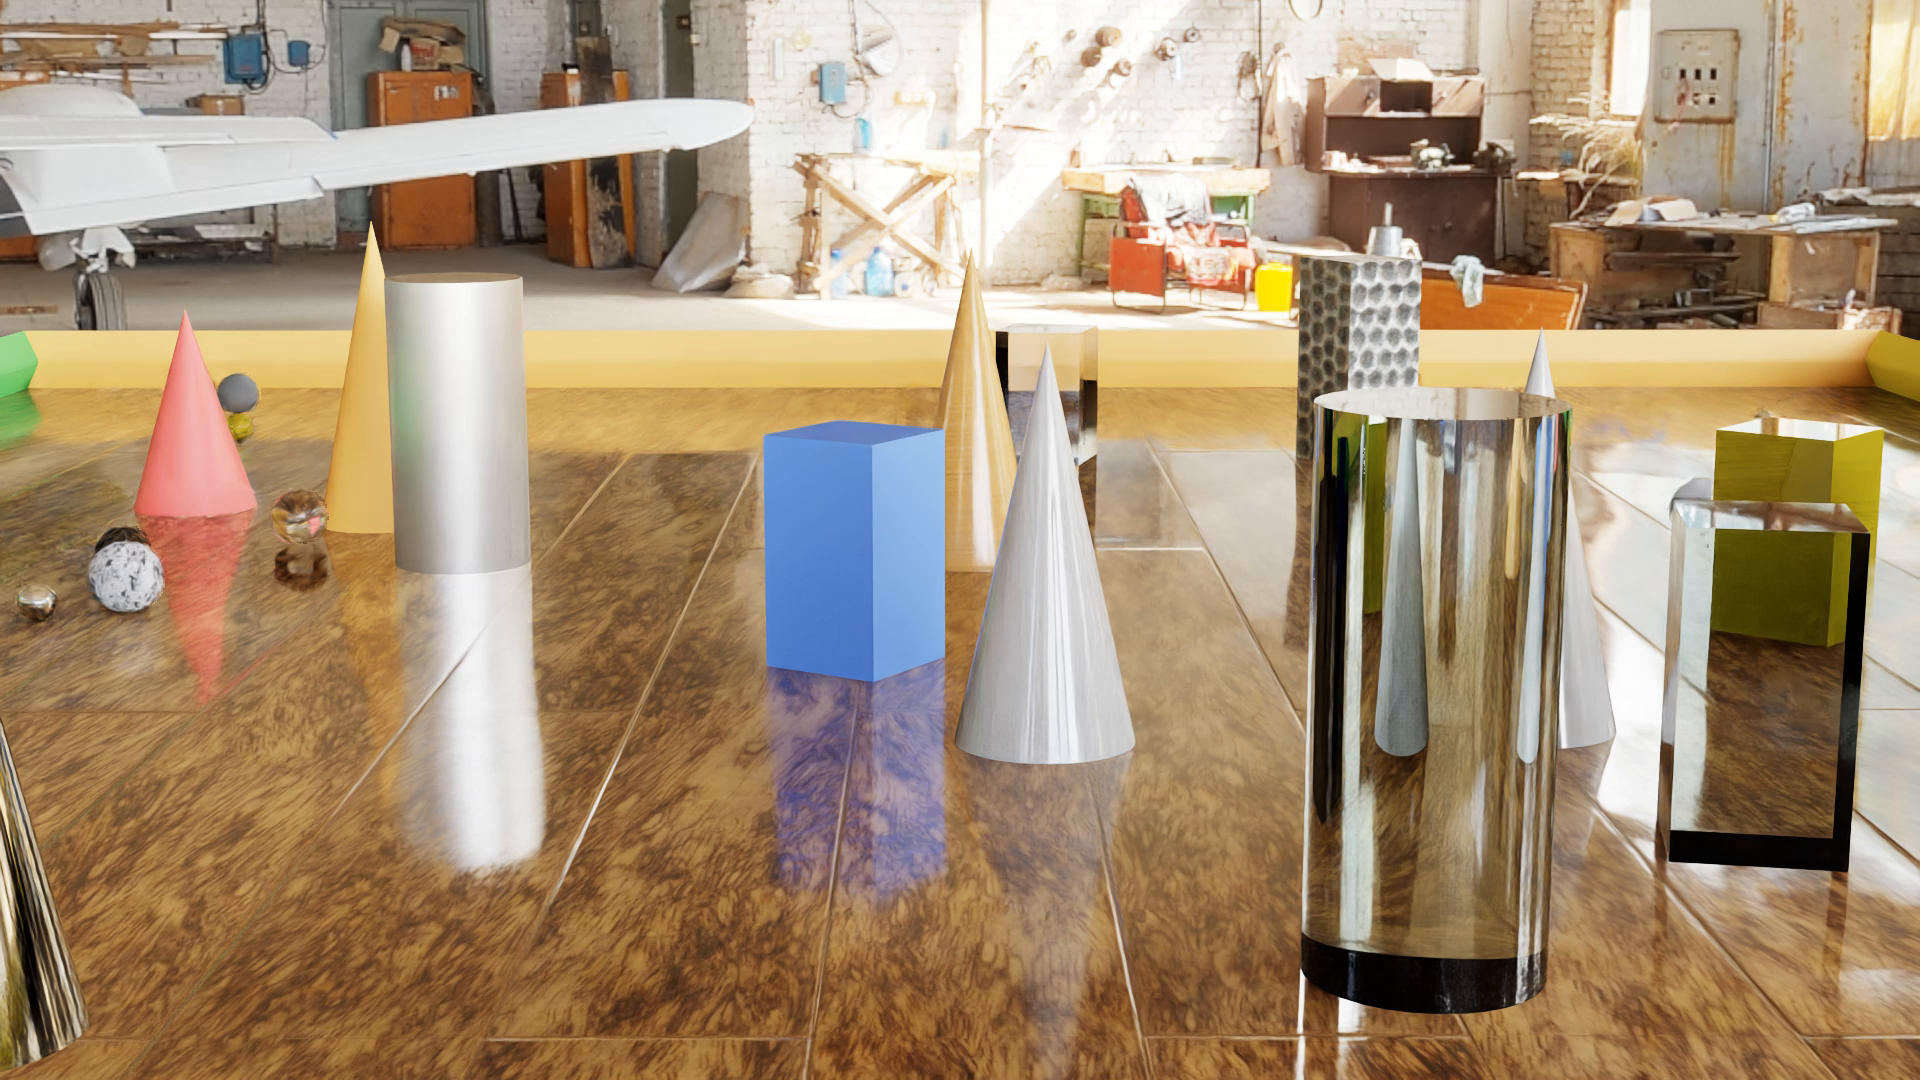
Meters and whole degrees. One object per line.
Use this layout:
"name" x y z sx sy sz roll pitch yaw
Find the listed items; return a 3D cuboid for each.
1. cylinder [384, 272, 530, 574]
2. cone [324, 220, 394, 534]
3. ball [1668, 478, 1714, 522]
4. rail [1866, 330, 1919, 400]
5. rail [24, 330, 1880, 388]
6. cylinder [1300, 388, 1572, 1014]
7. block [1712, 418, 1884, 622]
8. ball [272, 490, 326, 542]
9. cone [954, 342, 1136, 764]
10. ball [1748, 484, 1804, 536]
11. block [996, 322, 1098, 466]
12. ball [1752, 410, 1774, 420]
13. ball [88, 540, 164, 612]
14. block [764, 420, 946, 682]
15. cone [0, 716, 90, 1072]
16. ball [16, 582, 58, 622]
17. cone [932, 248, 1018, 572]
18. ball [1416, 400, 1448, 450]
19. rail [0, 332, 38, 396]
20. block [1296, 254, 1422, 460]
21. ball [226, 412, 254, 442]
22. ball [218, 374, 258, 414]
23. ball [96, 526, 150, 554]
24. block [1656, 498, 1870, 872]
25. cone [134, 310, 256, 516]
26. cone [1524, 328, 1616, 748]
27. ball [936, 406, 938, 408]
"cylinder" -0.738 -0.175 3.777 0.199 0.421 0.199 0 10 0
"cone" -0.931 -0.267 4.100 0.199 0.486 0.199 0 10 0
"ball" 1.145 -0.045 3.959 0.099 0.099 0.099 0 10 0
"rail" 2.097 0.031 3.461 0.045 0.129 4.925 0 10 0
"rail" -0.014 -0.410 5.847 4.241 0.129 0.045 0 10 0
"cylinder" 0.377 0.122 2.050 0.199 0.466 0.199 0 10 0
"block" 1.103 -0.020 3.390 0.159 0.257 0.159 9 14 41
"ball" -1.021 -0.037 3.962 0.082 0.082 0.082 0 10 0
"cone" 0.093 0.003 2.766 0.199 0.439 0.199 0 10 0
"ball" 1.277 -0.047 4.012 0.084 0.084 0.084 0 10 0
"block" 0.163 -0.275 4.803 0.159 0.245 0.159 3 11 15
"ball" 1.625 -0.243 5.190 0.040 0.040 0.040 0 10 0
"ball" -1.124 0.049 3.457 0.097 0.097 0.097 0 10 0
"block" -0.128 0.009 3.152 0.159 0.286 0.159 7 12 32
"cone" -0.768 0.133 1.910 0.199 0.495 0.199 0 10 0
"ball" -1.225 0.082 3.405 0.051 0.051 0.051 0 10 0
"cone" 0.017 -0.201 3.792 0.199 0.467 0.199 0 10 0
"ball" 0.887 -0.222 4.927 0.096 0.096 0.096 0 10 0
"rail" -2.097 0.035 3.437 0.045 0.129 4.925 0 10 0
"block" 0.741 -0.337 4.777 0.159 0.375 0.159 -5 12 -27
"ball" -1.414 -0.222 5.033 0.056 0.056 0.056 0 10 0
"ball" -1.529 -0.310 5.434 0.085 0.085 0.085 0 10 0
"ball" -1.205 0.017 3.693 0.074 0.074 0.074 0 10 0
"block" 0.750 0.132 2.410 0.159 0.315 0.159 2 11 11
"cone" -1.279 -0.219 4.263 0.199 0.331 0.199 0 10 0
"cone" 0.632 -0.013 2.826 0.199 0.448 0.199 0 10 0
"ball" -0.024 -0.267 5.294 0.051 0.051 0.051 0 10 0
